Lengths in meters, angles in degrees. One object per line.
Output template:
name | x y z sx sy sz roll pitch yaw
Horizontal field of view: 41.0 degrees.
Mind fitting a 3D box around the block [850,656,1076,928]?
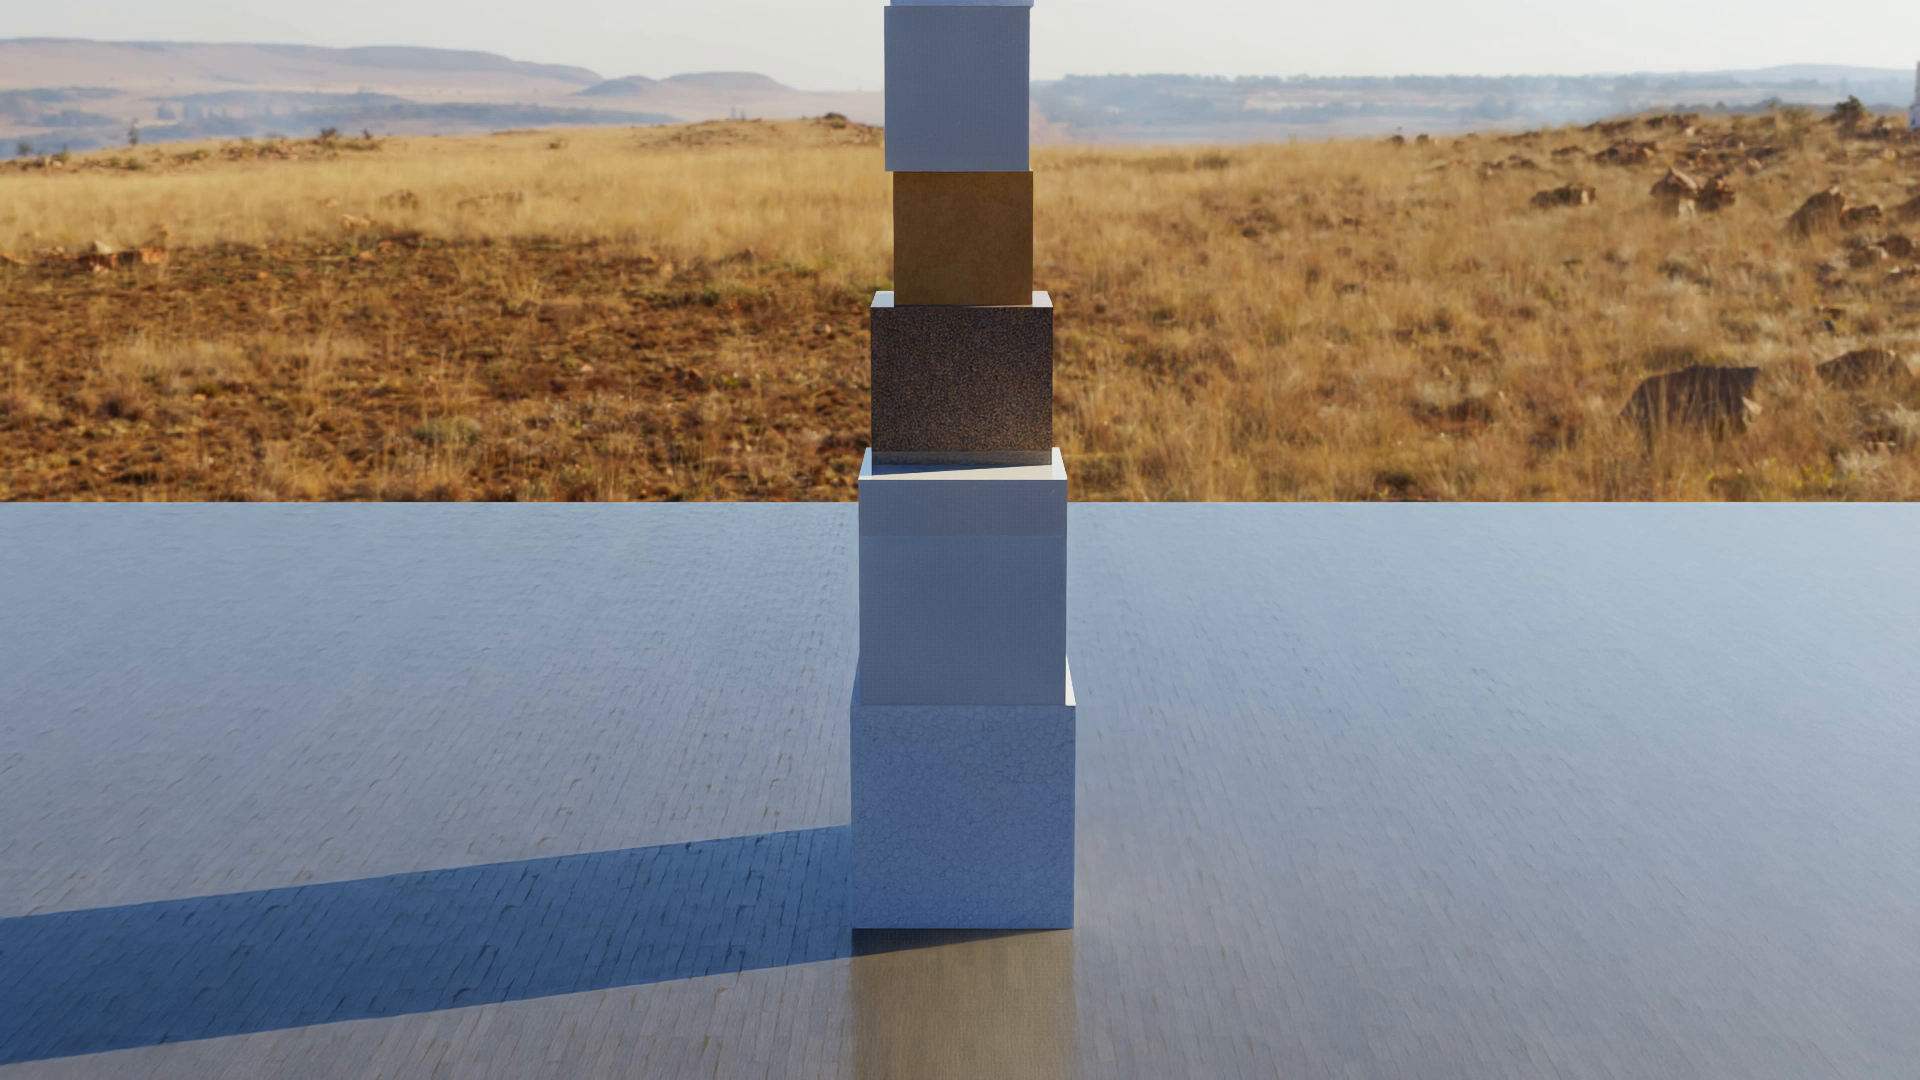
block | 0.012 1.067 11.029 0.924 0.955 0.893 0 10 0

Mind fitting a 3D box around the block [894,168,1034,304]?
block | 0.013 -1.306 10.943 0.580 0.553 0.573 0 10 0

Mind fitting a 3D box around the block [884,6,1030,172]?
block | -0.012 -1.906 10.834 0.593 0.668 0.691 0 10 0

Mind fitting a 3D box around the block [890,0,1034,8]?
block | 0.008 -2.491 10.727 0.587 0.521 0.616 0 10 0

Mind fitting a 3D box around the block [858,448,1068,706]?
block | 0.012 0.136 10.862 0.843 0.935 0.896 0 10 0

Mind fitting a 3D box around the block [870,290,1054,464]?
block | 0.008 -0.709 11.051 0.755 0.660 0.794 0 10 0
